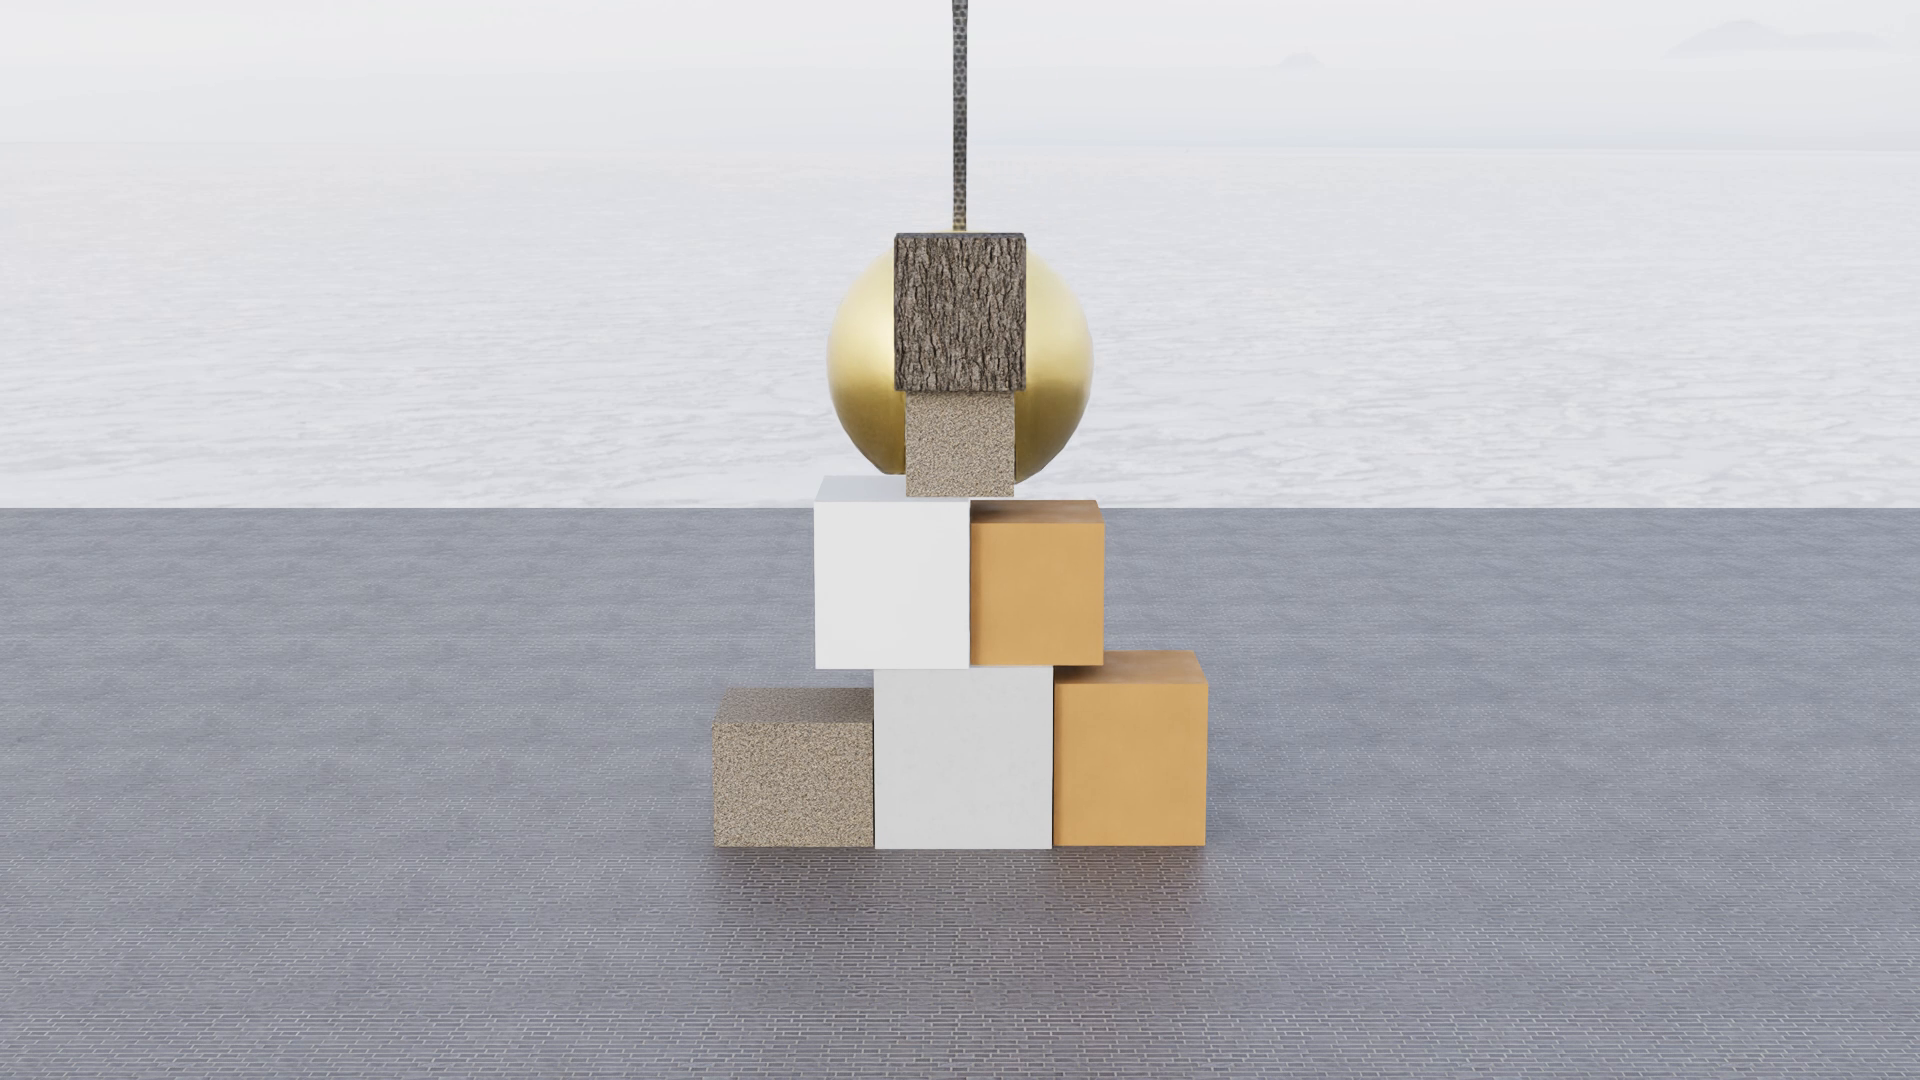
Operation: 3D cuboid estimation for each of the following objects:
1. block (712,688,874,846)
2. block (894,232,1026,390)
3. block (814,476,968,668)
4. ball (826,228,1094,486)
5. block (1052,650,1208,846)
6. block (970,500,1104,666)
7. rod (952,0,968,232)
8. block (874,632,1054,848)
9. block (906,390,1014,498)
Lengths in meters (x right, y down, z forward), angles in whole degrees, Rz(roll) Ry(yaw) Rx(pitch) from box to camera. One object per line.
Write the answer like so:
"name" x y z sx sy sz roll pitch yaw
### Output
"block" -0.836 1.163 11.372 0.800 0.642 0.726 0 10 0
"block" 0.000 -1.148 10.953 0.638 0.733 0.701 0 10 0
"block" -0.334 0.148 11.210 0.755 0.834 0.874 0 10 0
"ball" 0.000 -1.052 13.097 1.600 1.600 1.600 0 10 0
"block" 0.854 1.063 11.378 0.766 0.838 0.733 0 10 0
"block" 0.383 0.206 11.222 0.659 0.715 0.720 0 10 0
"rod" 0.000 -3.980 11.370 0.080 5.200 0.080 0 31 0
"block" 0.017 1.018 11.362 0.887 0.932 0.830 0 10 0
"block" 0.000 -0.524 11.071 0.534 0.538 0.545 0 10 0
